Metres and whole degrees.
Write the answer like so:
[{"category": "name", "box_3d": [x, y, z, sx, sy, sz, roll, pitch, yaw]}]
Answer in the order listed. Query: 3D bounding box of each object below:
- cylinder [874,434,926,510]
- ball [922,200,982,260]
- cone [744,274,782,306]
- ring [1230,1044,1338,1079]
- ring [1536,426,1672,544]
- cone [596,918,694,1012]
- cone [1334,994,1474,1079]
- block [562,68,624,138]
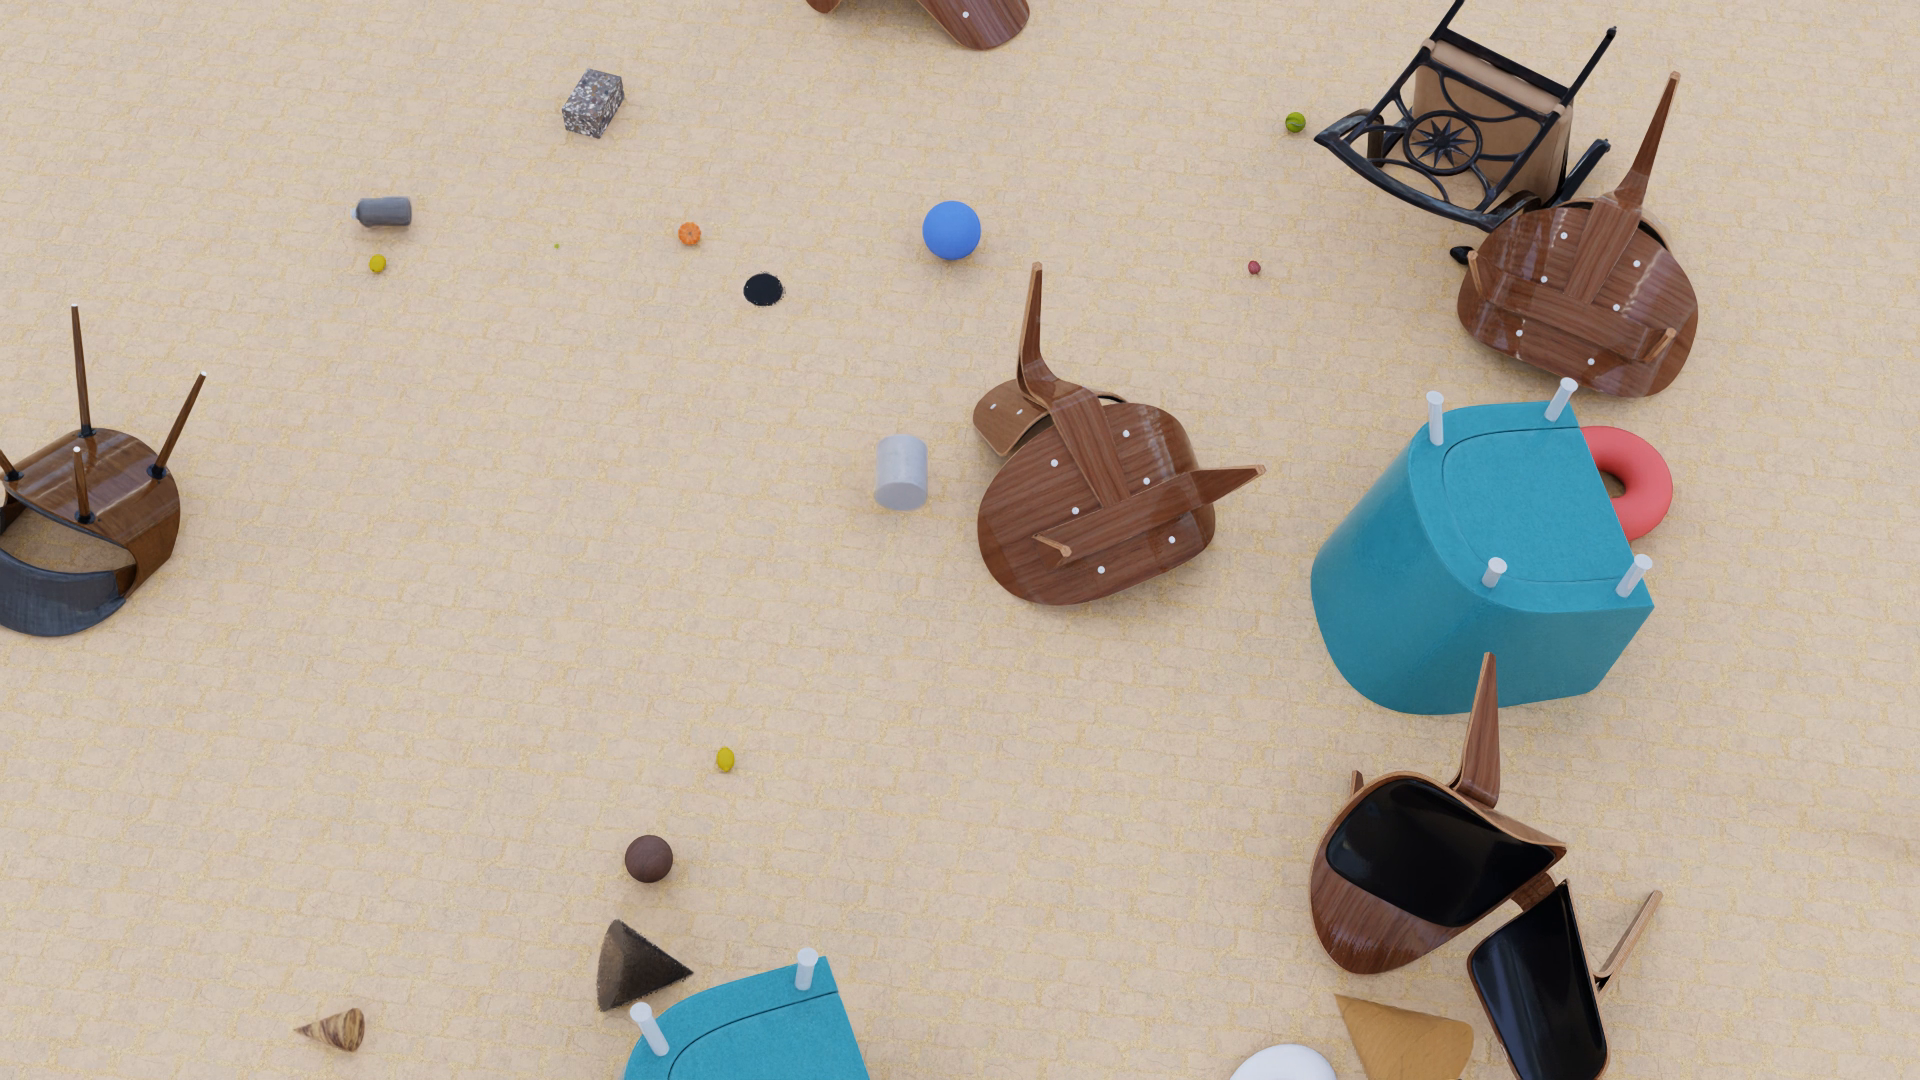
[{"category": "cylinder", "box_3d": [-0.179, -0.203, 6.619, 0.155, 0.150, 0.175, 8, 55, -12]}, {"category": "ball", "box_3d": [-0.027, -1.004, 7.132, 0.192, 0.192, 0.192, 0, 56, 0]}, {"category": "cone", "box_3d": [-0.644, -0.821, 7.096, 0.128, 0.109, 0.094, 1, 23, -17]}, {"category": "ring", "box_3d": [0.811, 1.430, 5.580, 0.272, 0.059, 0.347, 38, 63, 22]}, {"category": "ring", "box_3d": [1.932, -0.168, 6.602, 0.413, 0.142, 0.399, -22, 60, -15]}, {"category": "cone", "box_3d": [-0.804, 1.123, 5.759, 0.231, 0.211, 0.242, 11, 96, -25]}, {"category": "cone", "box_3d": [1.079, 1.261, 5.650, 0.320, 0.276, 0.348, -24, 37, -25]}, {"category": "block", "box_3d": [-1.252, -1.492, 7.516, 0.127, 0.099, 0.209, 16, 58, 11]}]
